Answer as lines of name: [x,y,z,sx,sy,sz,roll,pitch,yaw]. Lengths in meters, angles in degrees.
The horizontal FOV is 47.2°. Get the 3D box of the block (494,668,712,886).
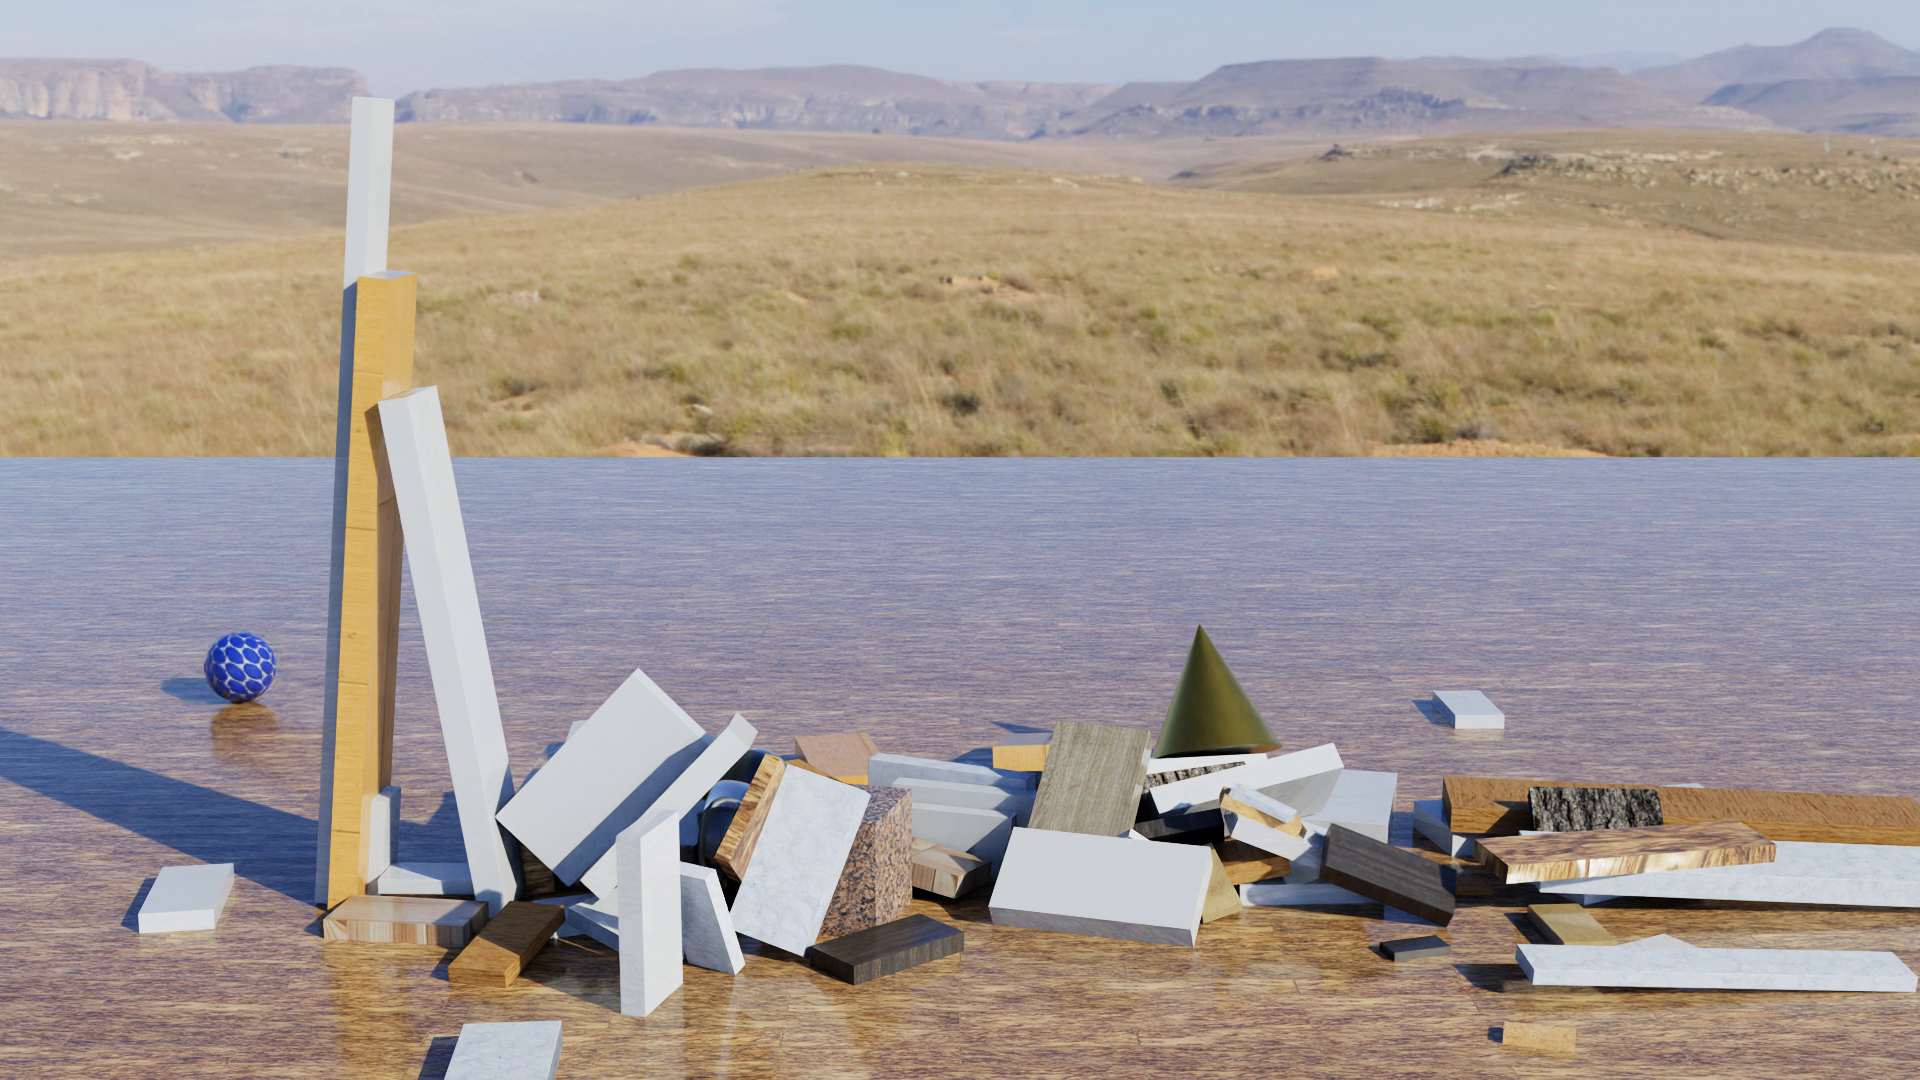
block: [-0.576,0.384,3.553,0.165,0.330,0.047,44,7,-3]

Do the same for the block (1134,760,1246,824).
block: [0.330,0.473,3.868,0.343,0.171,0.049,-5,56,-24]

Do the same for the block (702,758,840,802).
block: [-0.318,0.455,3.927,0.147,0.042,0.293,25,13,27]

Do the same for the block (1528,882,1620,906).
block: [1.120,0.553,3.750,0.307,0.043,0.153,-6,12,-29]

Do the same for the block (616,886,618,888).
block: [-0.544,0.562,3.605,0.070,0.020,0.140,-1,11,-4]

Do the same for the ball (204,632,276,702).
ball: [-1.603,0.283,4.900,0.154,0.154,0.154,0,11,0]

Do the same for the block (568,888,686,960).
block: [-0.503,0.604,3.421,0.206,0.029,0.103,18,23,38]

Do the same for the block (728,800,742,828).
block: [-0.304,0.496,3.711,0.183,0.091,0.026,5,11,24]

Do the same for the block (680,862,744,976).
block: [-0.388,0.566,3.304,0.091,0.183,0.026,7,34,32]

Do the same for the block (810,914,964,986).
block: [-0.111,0.628,3.381,0.218,0.031,0.109,-9,14,-40]

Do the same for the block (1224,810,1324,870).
block: [0.560,0.500,3.639,0.240,0.034,0.120,21,10,-3]

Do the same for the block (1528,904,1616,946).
block: [0.964,0.615,3.471,0.084,0.024,0.167,-1,11,-5]

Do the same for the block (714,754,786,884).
block: [-0.319,0.433,3.414,0.026,0.183,0.091,17,-25,19]

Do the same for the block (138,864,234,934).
block: [-1.266,0.585,3.605,0.114,0.032,0.229,-2,11,-10]

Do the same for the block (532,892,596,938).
block: [-0.576,0.598,3.543,0.206,0.029,0.103,-4,11,-21]

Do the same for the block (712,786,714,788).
block: [-0.319,0.437,3.751,0.184,0.026,0.092,12,-8,-29]

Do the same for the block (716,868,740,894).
block: [-0.482,0.568,3.710,0.206,0.029,0.103,8,13,37]

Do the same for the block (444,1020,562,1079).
block: [-0.608,0.710,2.916,0.134,0.038,0.268,-1,11,-5]

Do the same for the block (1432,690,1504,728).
block: [1.104,0.368,4.783,0.104,0.030,0.209,0,11,-1]

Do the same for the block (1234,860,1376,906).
block: [0.576,0.571,3.675,0.240,0.034,0.120,-1,11,-3]

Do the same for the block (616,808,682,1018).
block: [-0.451,0.540,3.201,0.038,0.268,0.134,3,11,16]

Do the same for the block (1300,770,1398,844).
block: [0.715,0.493,4.063,0.164,0.047,0.329,3,11,14]

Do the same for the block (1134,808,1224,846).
block: [0.337,0.511,3.723,0.218,0.031,0.109,-11,-33,0]

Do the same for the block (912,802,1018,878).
block: [-0.011,0.515,3.777,0.218,0.109,0.031,4,11,19]

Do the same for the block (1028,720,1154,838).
block: [0.207,0.459,3.676,0.164,0.046,0.328,4,53,19]

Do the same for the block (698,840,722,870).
block: [-0.424,0.554,3.570,0.020,0.070,0.139,24,30,5]

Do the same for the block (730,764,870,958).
block: [-0.251,0.497,3.411,0.134,0.268,0.038,17,-12,19]

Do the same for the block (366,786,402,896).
block: [-0.959,0.504,3.660,0.024,0.171,0.086,6,11,1]

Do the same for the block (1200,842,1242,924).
block: [0.402,0.557,3.578,0.068,0.019,0.136,-17,42,-6]

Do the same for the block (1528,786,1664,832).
block: [1.092,0.479,3.774,0.217,0.031,0.108,1,49,6]

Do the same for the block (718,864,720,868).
block: [-0.426,0.532,3.777,0.070,0.020,0.140,4,9,12]

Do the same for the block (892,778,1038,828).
block: [0.016,0.494,3.810,0.273,0.136,0.039,4,11,19]

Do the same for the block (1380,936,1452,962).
block: [0.705,0.632,3.405,0.097,0.014,0.049,-3,11,-17]

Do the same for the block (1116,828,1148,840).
block: [0.301,0.511,3.581,0.106,0.015,0.053,34,-42,-17]

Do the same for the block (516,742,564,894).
block: [-0.708,0.476,3.812,0.047,0.167,0.334,-6,11,1]

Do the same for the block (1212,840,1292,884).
block: [0.422,0.544,3.670,0.240,0.034,0.120,-11,11,1]
